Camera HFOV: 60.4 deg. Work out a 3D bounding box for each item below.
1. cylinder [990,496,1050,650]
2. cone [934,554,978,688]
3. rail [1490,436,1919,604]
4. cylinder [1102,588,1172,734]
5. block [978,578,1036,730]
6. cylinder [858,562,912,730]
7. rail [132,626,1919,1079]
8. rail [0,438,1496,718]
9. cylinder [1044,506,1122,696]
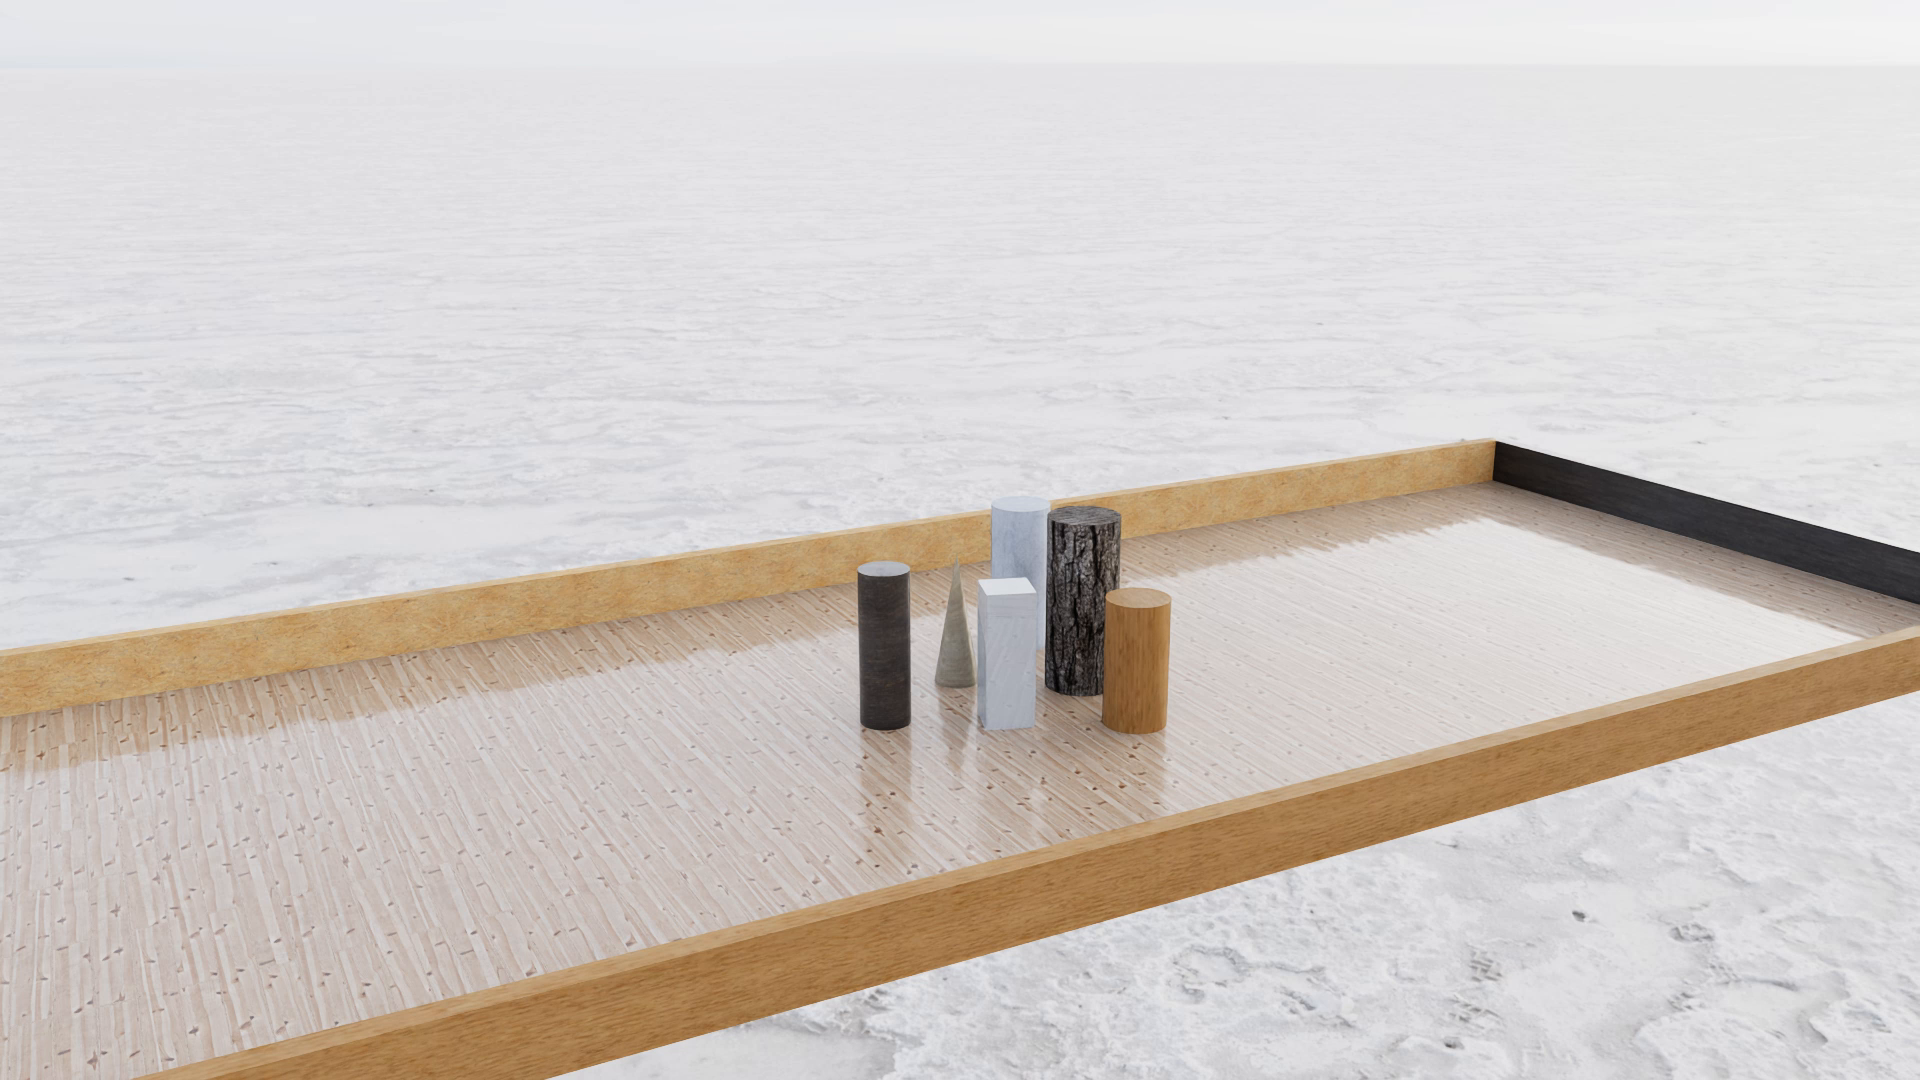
[{"bbox_3d":[0.160,0.089,4.369,0.156,0.384,0.156,0,16,0],"label":"cylinder"},{"bbox_3d":[-0.008,0.192,4.104,0.113,0.336,0.113,0,16,0],"label":"cone"},{"bbox_3d":[2.466,-0.048,5.253,0.050,0.150,2.100,-9,18,-27],"label":"rail"},{"bbox_3d":[0.412,0.281,3.852,0.152,0.309,0.152,0,16,0],"label":"cylinder"},{"bbox_3d":[0.108,0.266,3.862,0.117,0.332,0.117,-3,17,-9],"label":"block"},{"bbox_3d":[-0.176,0.247,3.848,0.122,0.376,0.122,0,16,0],"label":"cylinder"},{"bbox_3d":[-2.336,1.006,1.665,12.000,0.150,0.050,-9,18,-27],"label":"rail"},{"bbox_3d":[-3.305,0.497,3.399,12.000,0.150,0.050,-9,18,-27],"label":"rail"},{"bbox_3d":[0.302,0.149,4.073,0.180,0.436,0.180,0,16,0],"label":"cylinder"}]
